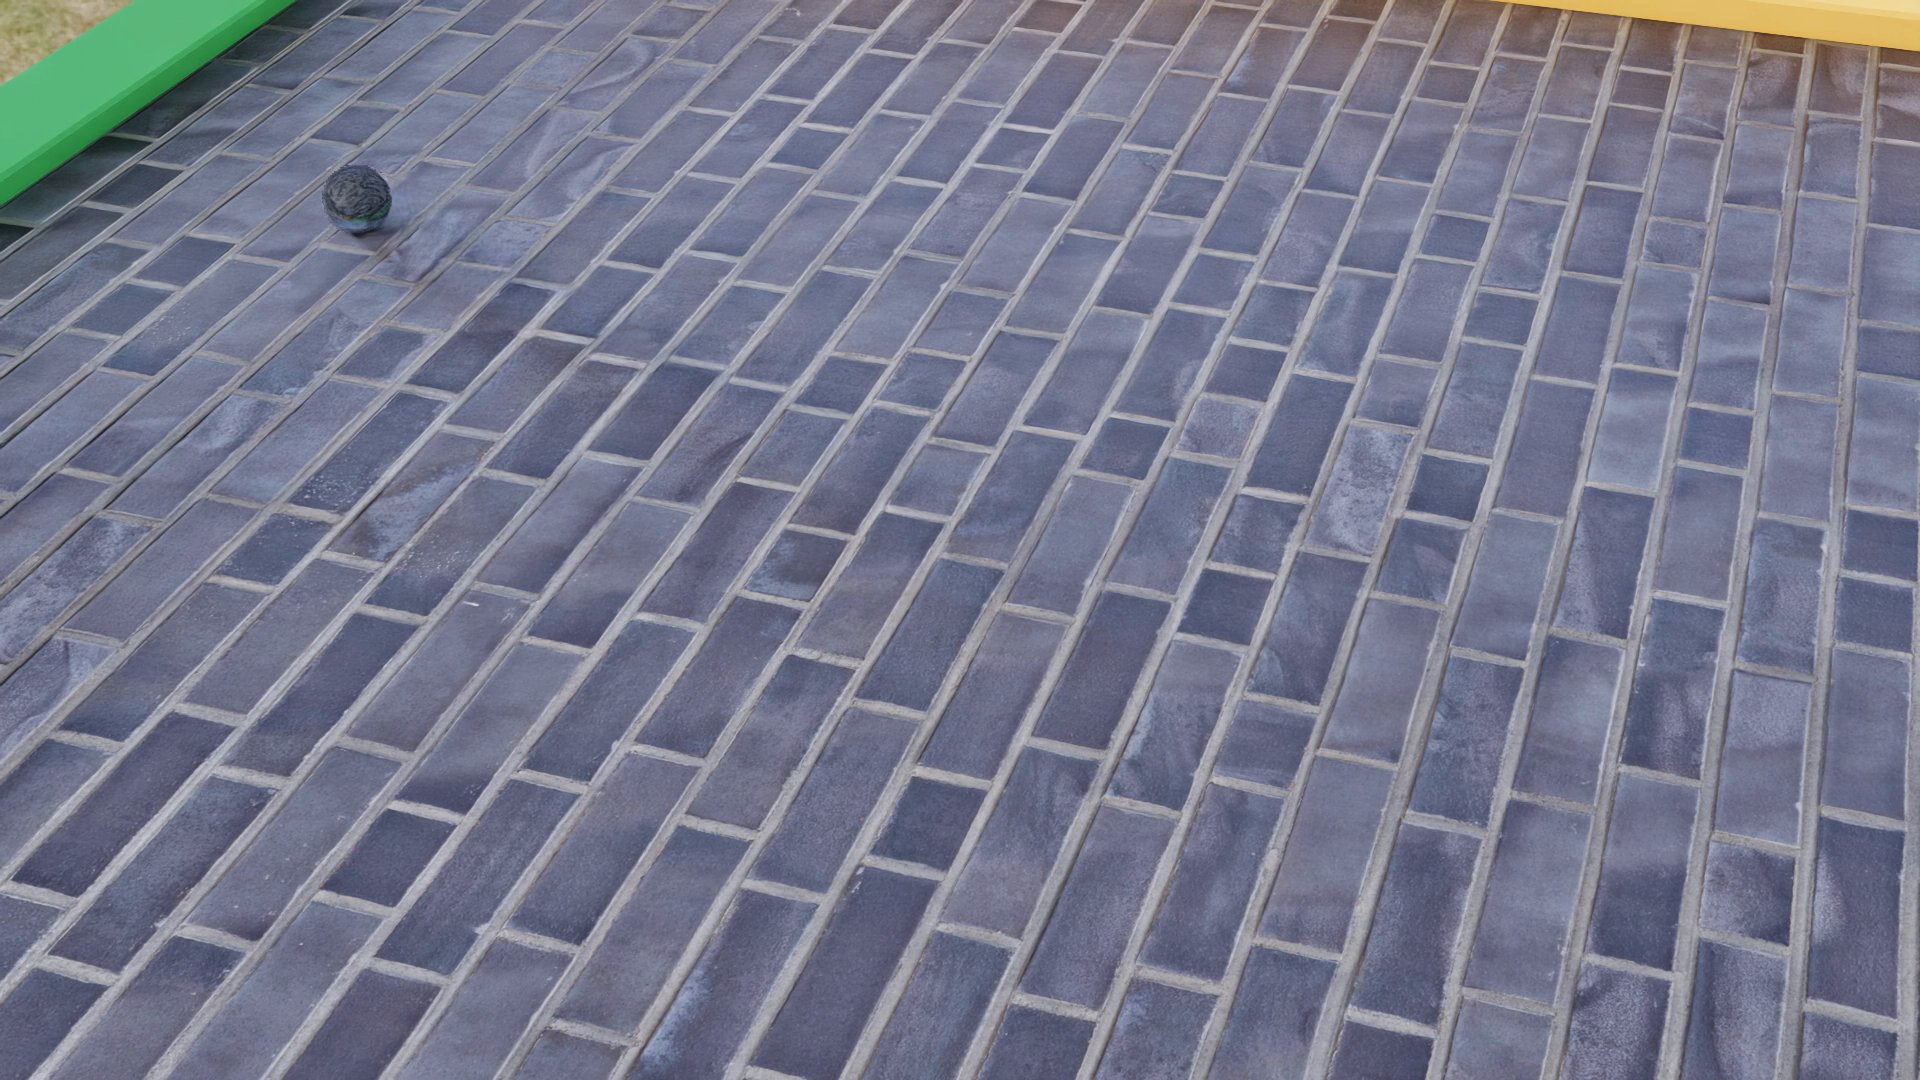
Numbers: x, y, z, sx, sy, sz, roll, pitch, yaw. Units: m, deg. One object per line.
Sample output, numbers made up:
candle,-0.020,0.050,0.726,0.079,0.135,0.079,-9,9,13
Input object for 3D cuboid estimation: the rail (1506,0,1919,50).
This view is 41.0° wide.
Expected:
rail,1.443,-0.506,2.691,4.391,0.109,0.045,10,35,15

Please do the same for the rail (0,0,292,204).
rail,-1.020,-0.211,2.249,0.045,0.109,2.603,10,35,15

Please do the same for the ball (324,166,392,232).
ball,-0.579,-0.327,2.466,0.063,0.063,0.063,0,34,0
